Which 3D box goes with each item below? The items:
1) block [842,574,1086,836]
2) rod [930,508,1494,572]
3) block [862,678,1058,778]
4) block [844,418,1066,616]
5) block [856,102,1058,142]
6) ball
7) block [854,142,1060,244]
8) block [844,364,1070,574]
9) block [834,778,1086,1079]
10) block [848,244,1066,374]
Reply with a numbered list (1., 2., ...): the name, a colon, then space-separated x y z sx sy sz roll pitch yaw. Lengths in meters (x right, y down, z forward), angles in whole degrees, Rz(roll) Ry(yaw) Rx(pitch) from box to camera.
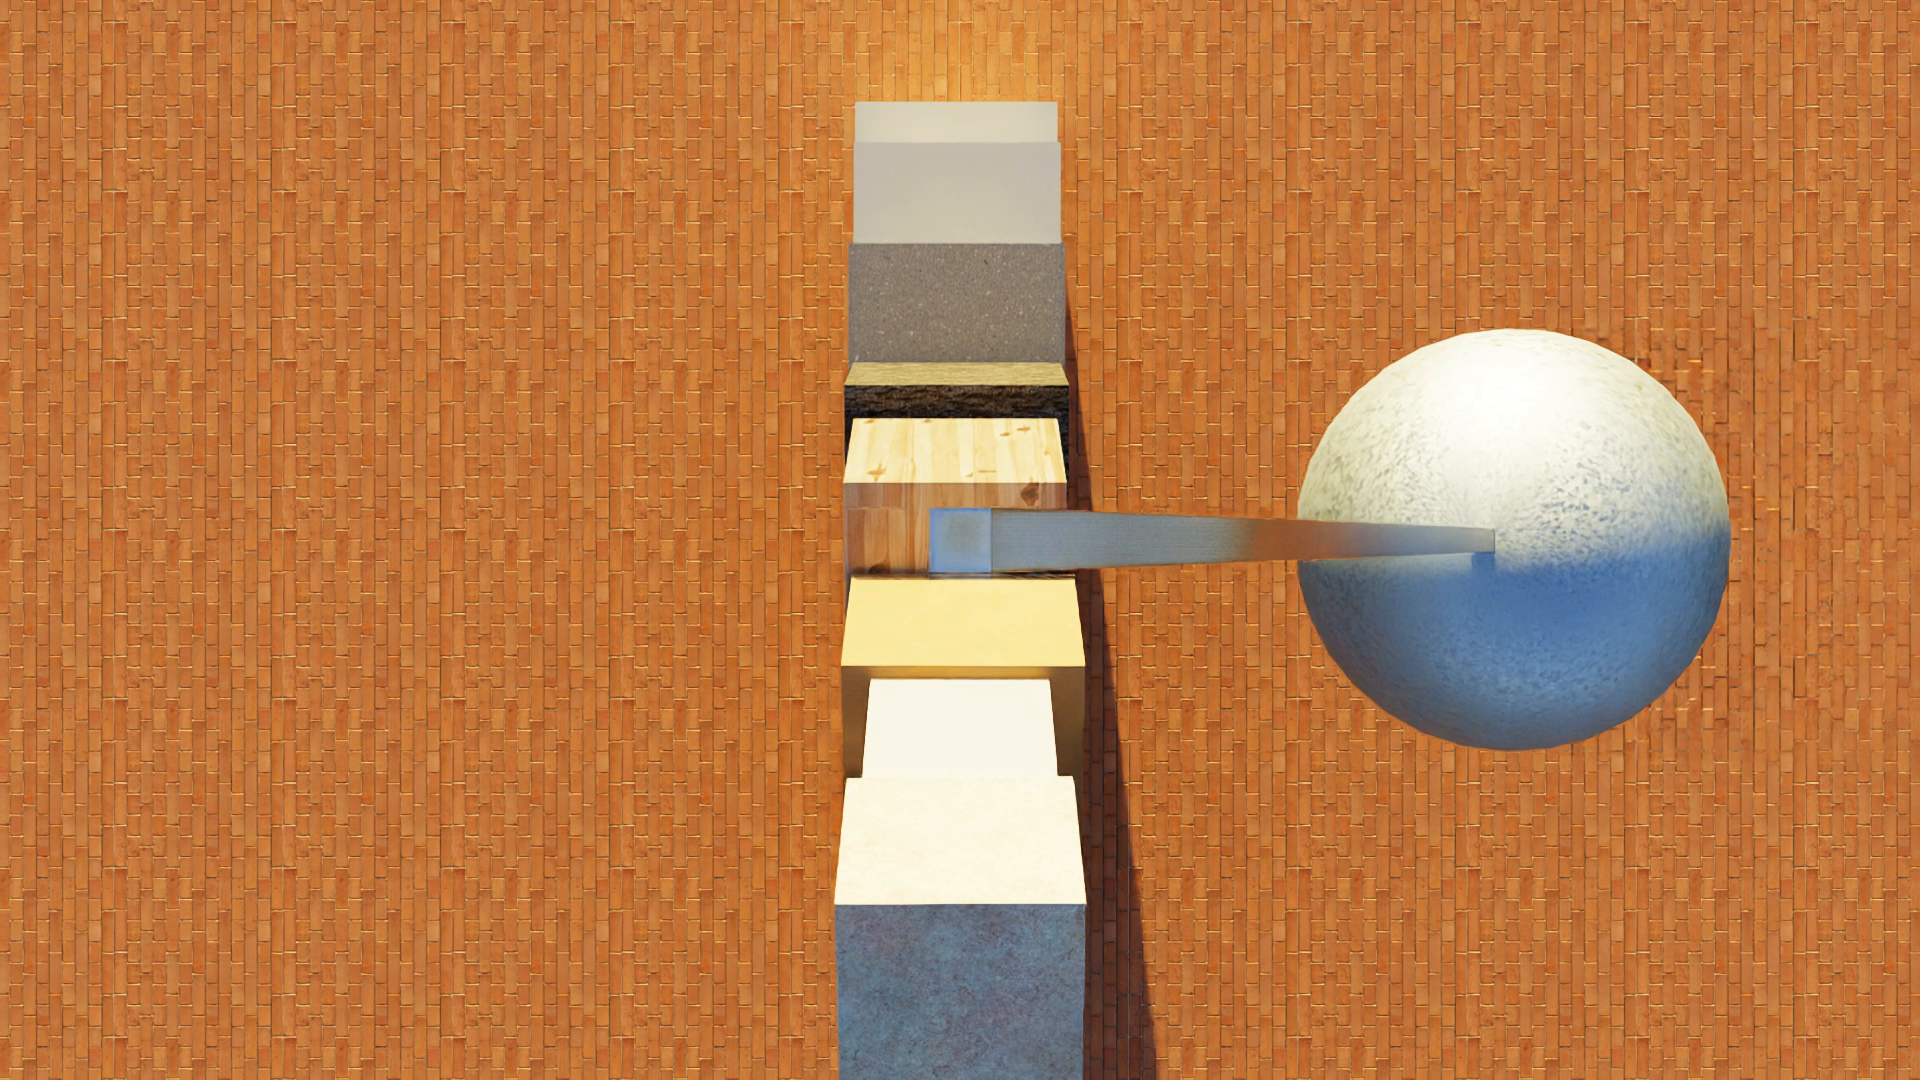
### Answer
1. block: 0.010 0.640 7.864 0.816 0.792 0.795 0 112 0
2. rod: 0.899 0.000 5.135 0.080 5.200 0.080 0 90 20
3. block: 0.000 0.923 7.161 0.597 0.722 0.700 0 112 0
4. block: -0.019 0.037 8.495 0.809 0.802 0.815 0 110 0
5. block: -0.020 -1.825 12.495 1.103 1.009 1.128 0 90 0
6. ball: 2.074 0.000 8.325 1.600 1.600 1.600 0 90 0
7. block: -0.014 -1.421 11.410 1.019 1.160 1.079 0 90 0
8. block: -0.013 -0.262 9.297 0.903 0.781 0.887 0 101 0
9. block: 0.002 1.193 6.487 0.689 0.731 0.720 0 112 0
10. block: -0.013 -0.831 10.244 0.950 1.177 1.016 0 94 0
